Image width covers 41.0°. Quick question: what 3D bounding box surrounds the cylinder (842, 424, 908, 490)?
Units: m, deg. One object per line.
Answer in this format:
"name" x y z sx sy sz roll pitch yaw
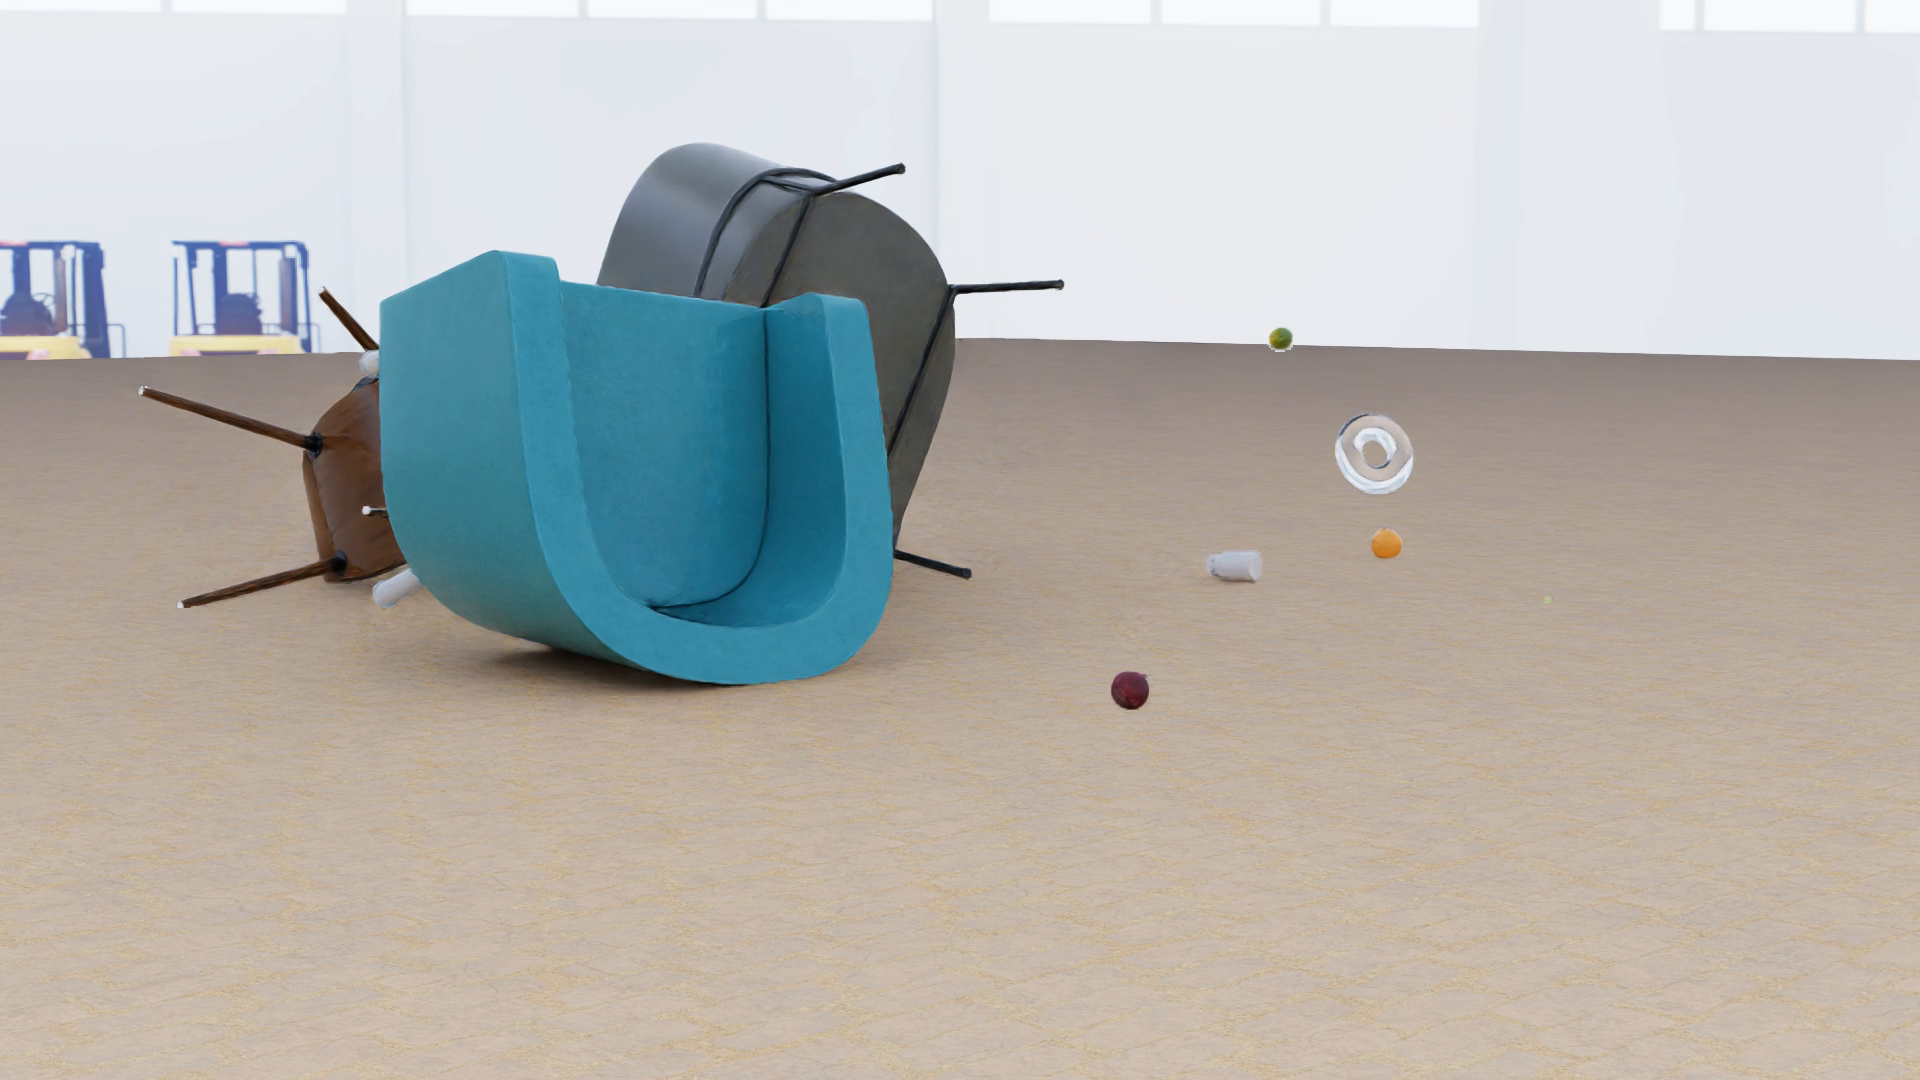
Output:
"cylinder" -0.260 -0.258 7.927 0.136 0.136 0.166 29 51 16

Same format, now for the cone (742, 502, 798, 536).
"cone" -0.463 -0.037 6.560 0.162 0.094 0.095 2 -21 27

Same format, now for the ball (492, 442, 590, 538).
"ball" -1.054 -0.125 6.456 0.239 0.239 0.239 0 6 0

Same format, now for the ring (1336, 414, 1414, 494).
"ring" 1.260 -0.261 7.798 0.250 0.256 0.051 -12 -12 -16
